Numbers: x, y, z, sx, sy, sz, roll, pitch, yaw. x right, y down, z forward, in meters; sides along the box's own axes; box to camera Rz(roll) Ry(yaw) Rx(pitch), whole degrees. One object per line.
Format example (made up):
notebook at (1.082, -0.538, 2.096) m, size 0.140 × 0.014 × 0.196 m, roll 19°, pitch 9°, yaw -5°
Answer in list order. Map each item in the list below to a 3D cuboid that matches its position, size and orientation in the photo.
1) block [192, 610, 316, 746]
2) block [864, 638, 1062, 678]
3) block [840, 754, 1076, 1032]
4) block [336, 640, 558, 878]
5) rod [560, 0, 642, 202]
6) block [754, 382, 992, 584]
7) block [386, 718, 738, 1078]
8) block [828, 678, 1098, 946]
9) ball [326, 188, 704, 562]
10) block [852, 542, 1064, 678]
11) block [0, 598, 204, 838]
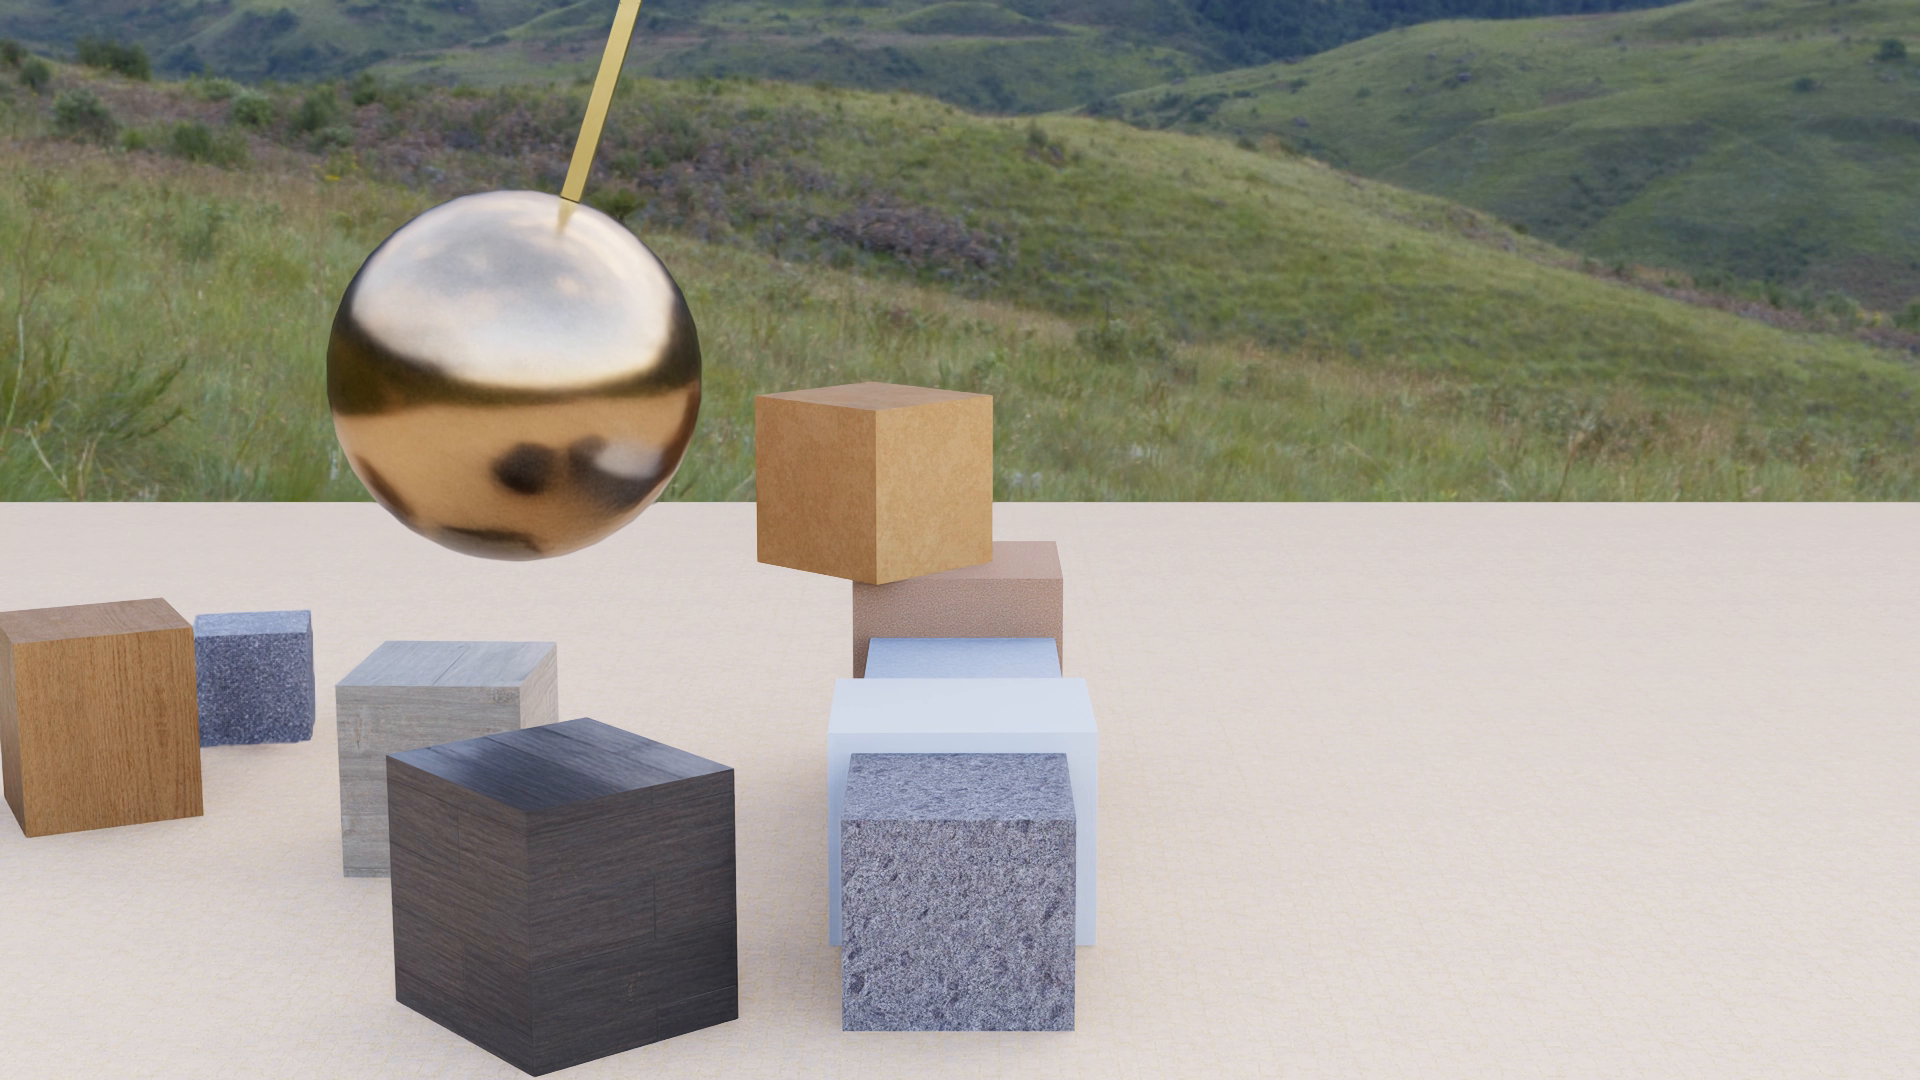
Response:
block at (-3.817, 0.738, 13.847) m, size 0.607 × 0.593 × 0.587 m, roll -2°, pitch 11°, yaw -11°
block at (0.013, 0.975, 11.811) m, size 0.879 × 0.855 × 1.002 m, roll 0°, pitch 10°, yaw 0°
block at (-0.005, 1.341, 9.918) m, size 0.863 × 0.813 × 0.940 m, roll 0°, pitch 10°, yaw 0°
block at (-2.313, 0.985, 11.711) m, size 0.809 × 0.871 × 0.902 m, roll 0°, pitch 10°, yaw 1°
rod at (-0.828, -3.876, 10.476) m, size 0.080 × 5.200 × 0.080 m, roll 18°, pitch 10°, yaw -3°
block at (-0.418, -0.297, 12.530) m, size 0.833 × 0.822 × 0.801 m, roll 10°, pitch 14°, yaw 43°
block at (-1.499, 1.306, 9.664) m, size 0.888 × 0.973 × 1.010 m, roll -9°, pitch 13°, yaw -40°
block at (0.007, 1.130, 10.846) m, size 1.088 × 0.896 × 0.937 m, roll 0°, pitch 10°, yaw -1°
ball at (-1.910, -0.705, 11.052) m, size 1.600 × 1.600 × 1.600 m, roll 0°, pitch 10°, yaw 0°
block at (-0.010, 0.655, 12.778) m, size 1.002 × 1.140 × 0.994 m, roll 0°, pitch 10°, yaw 0°
block at (-4.164, 0.837, 12.375) m, size 0.808 × 0.925 × 0.783 m, roll -5°, pitch 12°, yaw -27°
